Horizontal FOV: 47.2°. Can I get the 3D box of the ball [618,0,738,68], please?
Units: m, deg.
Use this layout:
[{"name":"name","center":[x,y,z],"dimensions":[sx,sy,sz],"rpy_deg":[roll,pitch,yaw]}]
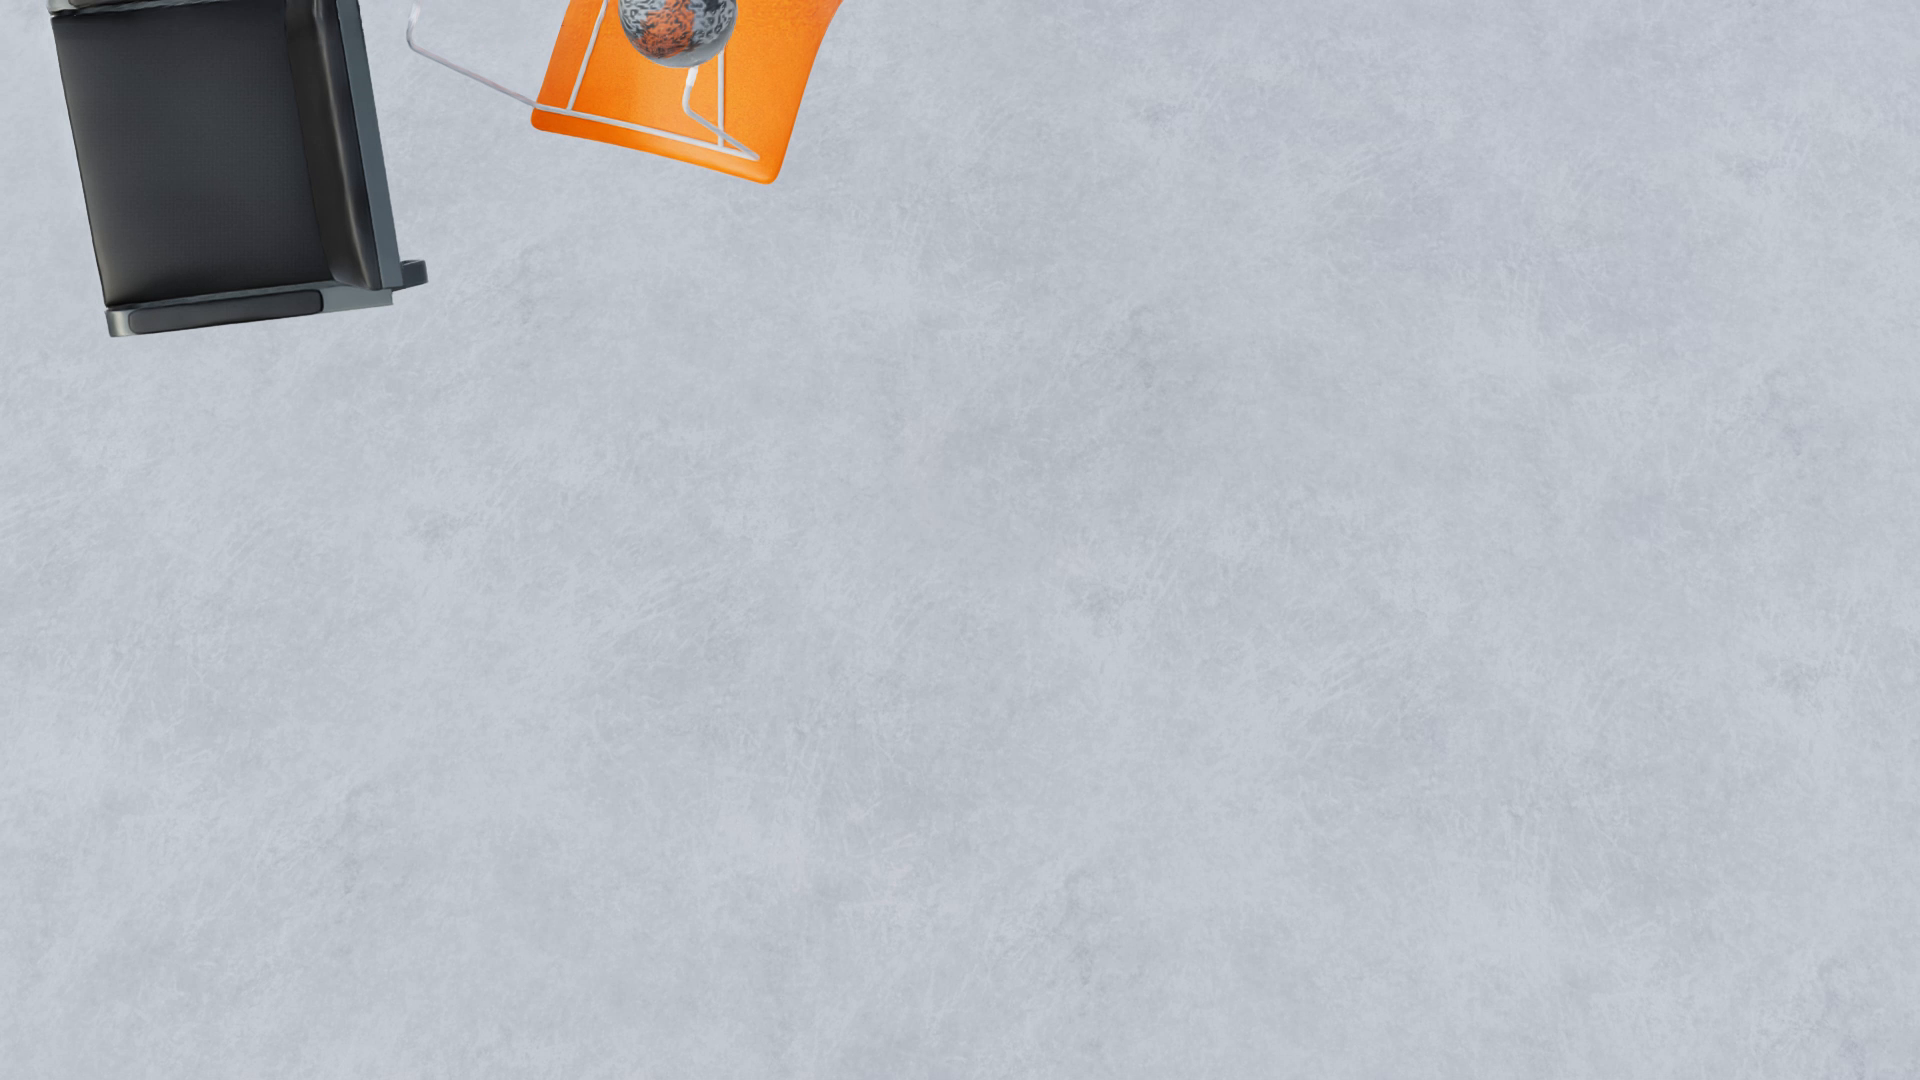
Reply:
[{"name":"ball","center":[-0.310,-0.585,2.418],"dimensions":[0.131,0.131,0.131],"rpy_deg":[0,56,0]}]
